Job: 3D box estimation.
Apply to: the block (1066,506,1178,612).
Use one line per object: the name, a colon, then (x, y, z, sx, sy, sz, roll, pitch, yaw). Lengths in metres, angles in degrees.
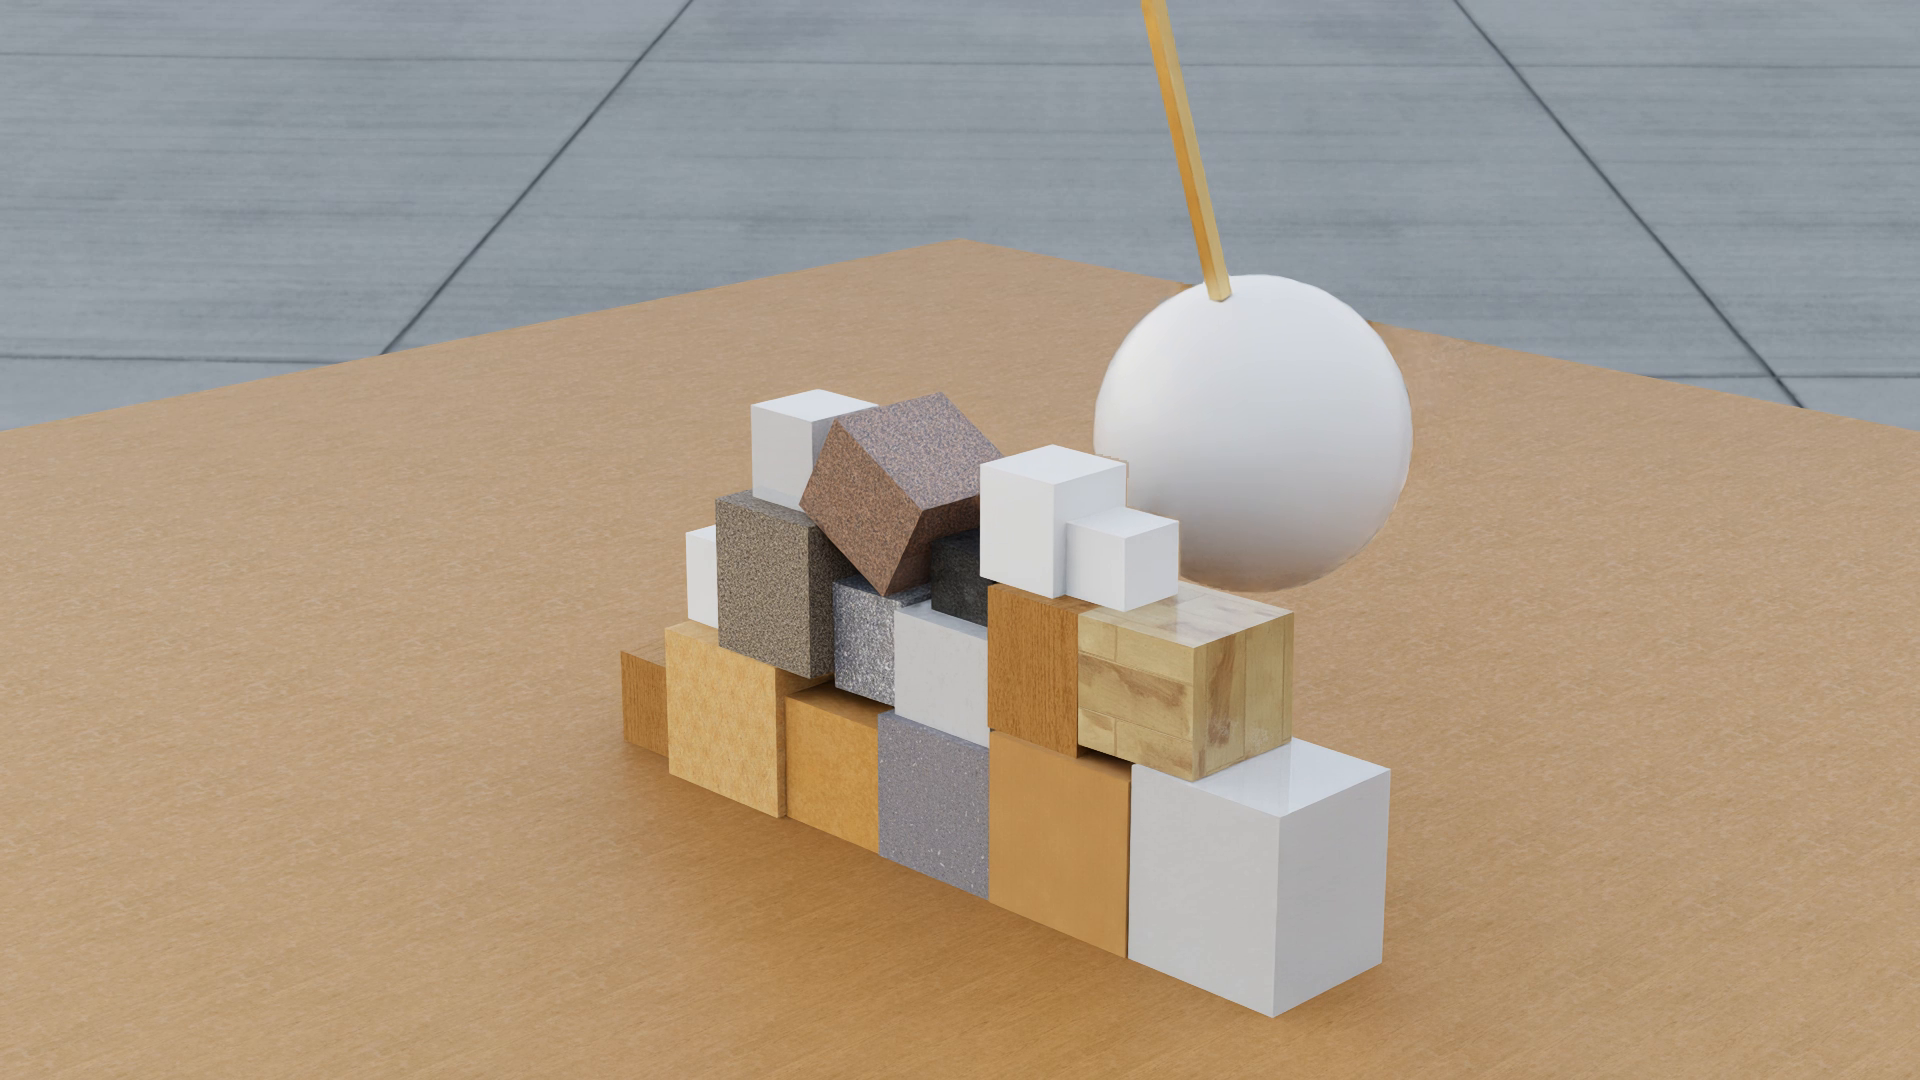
block: (0.699, 0.079, 12.638, 0.345, 0.328, 0.340, -17, 23, -42)

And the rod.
rod: (0.636, -3.325, 12.963, 0.080, 5.200, 0.080, 17, 44, 42)

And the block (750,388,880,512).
block: (-0.683, -0.422, 13.899, 0.430, 0.451, 0.428, -17, 24, -42)

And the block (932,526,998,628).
block: (0.129, 0.164, 13.266, 0.345, 0.326, 0.391, -17, 24, -42)

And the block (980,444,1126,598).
block: (0.407, -0.087, 12.862, 0.459, 0.513, 0.441, -17, 24, -42)

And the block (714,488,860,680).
block: (-0.675, 0.150, 14.071, 0.728, 0.743, 0.658, -17, 24, -42)

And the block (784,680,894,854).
block: (-0.359, 1.029, 14.043, 0.697, 0.616, 0.645, -17, 24, -42)

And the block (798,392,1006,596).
block: (-0.217, -0.218, 13.521, 0.678, 0.532, 0.650, -17, 53, -42)

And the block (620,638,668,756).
block: (-1.347, 0.789, 15.028, 0.566, 0.484, 0.515, -17, 24, -42)

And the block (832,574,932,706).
block: (-0.255, 0.438, 13.762, 0.488, 0.518, 0.464, -17, 23, -42)

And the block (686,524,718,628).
block: (-1.053, 0.175, 14.490, 0.424, 0.444, 0.413, -17, 24, -42)

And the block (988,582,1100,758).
block: (0.533, 0.506, 12.926, 0.627, 0.656, 0.538, -17, 24, -42)

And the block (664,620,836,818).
block: (-0.878, 0.799, 14.523, 0.808, 0.767, 0.814, -17, 24, -42)

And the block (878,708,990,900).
block: (0.117, 1.138, 13.552, 0.685, 0.702, 0.718, -17, 24, -42)

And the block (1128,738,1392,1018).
block: (1.267, 1.381, 12.464, 0.737, 0.891, 0.799, -17, 24, -42)

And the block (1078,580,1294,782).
block: (0.963, 0.590, 12.518, 0.653, 0.586, 0.645, -17, 23, -42)

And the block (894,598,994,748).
block: (0.129, 0.560, 13.385, 0.600, 0.502, 0.610, -17, 24, -42)

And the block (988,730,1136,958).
block: (0.687, 1.244, 13.028, 0.756, 0.815, 0.820, -17, 24, -42)

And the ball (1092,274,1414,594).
ball: (1.467, -0.531, 14.712, 1.600, 1.600, 1.600, 0, 17, 0)
